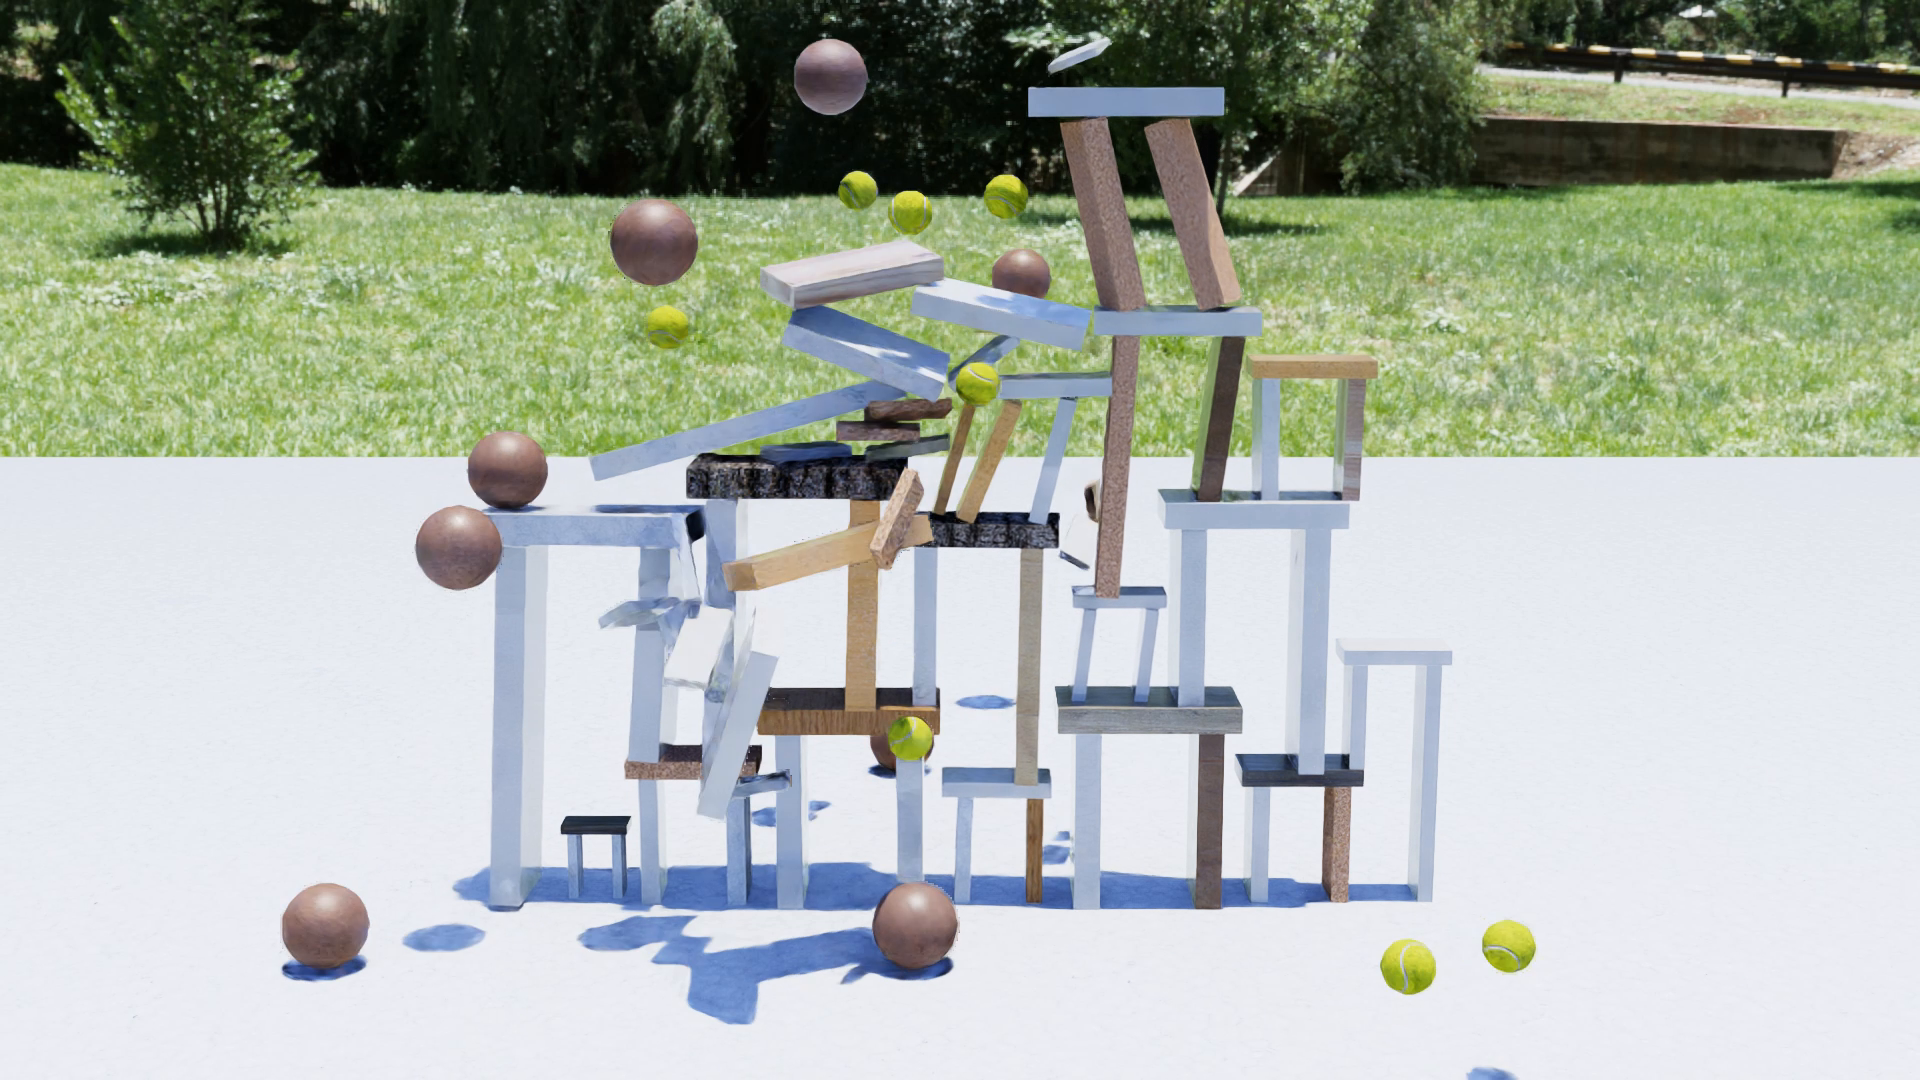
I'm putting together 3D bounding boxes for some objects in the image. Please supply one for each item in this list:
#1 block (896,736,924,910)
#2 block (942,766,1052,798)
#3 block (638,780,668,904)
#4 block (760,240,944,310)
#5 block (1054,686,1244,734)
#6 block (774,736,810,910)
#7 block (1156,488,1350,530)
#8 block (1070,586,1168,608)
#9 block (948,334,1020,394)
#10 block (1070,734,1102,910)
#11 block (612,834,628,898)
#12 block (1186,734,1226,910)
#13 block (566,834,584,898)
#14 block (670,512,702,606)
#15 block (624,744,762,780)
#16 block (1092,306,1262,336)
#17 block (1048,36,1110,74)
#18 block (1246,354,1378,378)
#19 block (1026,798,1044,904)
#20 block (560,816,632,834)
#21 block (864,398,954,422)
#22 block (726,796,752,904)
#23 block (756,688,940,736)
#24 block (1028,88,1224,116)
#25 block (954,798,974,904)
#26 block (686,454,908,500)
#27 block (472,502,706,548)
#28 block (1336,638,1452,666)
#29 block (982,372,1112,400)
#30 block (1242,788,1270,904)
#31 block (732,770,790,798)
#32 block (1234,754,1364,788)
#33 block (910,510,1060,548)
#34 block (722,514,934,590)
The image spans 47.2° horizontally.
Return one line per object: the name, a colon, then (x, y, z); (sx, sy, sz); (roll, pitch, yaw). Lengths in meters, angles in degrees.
block: (-0.081, 0.446, 3.640); (0.042, 0.294, 0.147); (0, 10, 0)
block: (0.060, 0.400, 3.631); (0.180, 0.025, 0.090); (1, 10, 1)
block: (-0.509, 0.485, 3.650); (0.030, 0.212, 0.106); (0, 10, -1)
block: (-0.172, -0.424, 3.505); (0.262, 0.037, 0.131); (-15, 26, -25)
block: (0.306, 0.278, 3.607); (0.297, 0.042, 0.149); (0, 11, 0)
block: (-0.277, 0.446, 3.640); (0.042, 0.294, 0.147); (0, 11, 0)
block: (0.471, -0.051, 3.551); (0.292, 0.041, 0.146); (0, 11, 0)
block: (0.258, 0.093, 3.588); (0.152, 0.022, 0.076); (0, 10, 0)
block: (0.039, -0.292, 3.529); (0.134, 0.019, 0.067); (-36, 16, 15)
block: (0.207, 0.445, 3.638); (0.042, 0.297, 0.148); (0, 11, 0)
block: (-0.567, 0.535, 3.663); (0.016, 0.110, 0.055); (0, 11, 0)
block: (0.405, 0.445, 3.638); (0.042, 0.297, 0.149); (0, 11, 0)
block: (-0.640, 0.535, 3.663); (0.016, 0.110, 0.055); (0, 11, 0)
block: (-0.421, 0.031, 3.388); (0.019, 0.136, 0.068); (-12, -12, -5)
block: (-0.438, 0.366, 3.625); (0.212, 0.030, 0.106); (0, 10, 0)
block: (0.344, -0.350, 3.502); (0.261, 0.037, 0.131); (1, 10, 2)
block: (0.219, -0.894, 4.054); (0.112, 0.016, 0.056); (-13, 24, 40)
block: (0.560, -0.277, 3.509); (0.195, 0.028, 0.098); (0, 11, 1)
block: (0.123, 0.502, 3.652); (0.025, 0.180, 0.090); (1, 11, 0)
block: (-0.604, 0.474, 3.651); (0.110, 0.016, 0.055); (0, 11, 0)
block: (-0.084, -0.209, 3.535); (0.133, 0.019, 0.067); (-4, -9, -14)
block: (-0.367, 0.485, 3.648); (0.030, 0.212, 0.106); (0, 10, 0)
block: (-0.180, 0.280, 3.610); (0.294, 0.042, 0.147); (0, 10, 0)
block: (0.256, -0.683, 3.431); (0.299, 0.042, 0.149); (0, 10, 1)
block: (0.006, 0.501, 3.652); (0.025, 0.180, 0.090); (2, 11, 0)
block: (-0.259, -0.103, 3.541); (0.342, 0.048, 0.171); (0, 10, 1)
block: (-0.602, -0.025, 3.594); (0.346, 0.049, 0.173); (1, 7, 4)
block: (0.708, 0.183, 3.595); (0.175, 0.025, 0.087); (0, 11, 0)
block: (0.139, -0.247, 3.508); (0.203, 0.029, 0.101); (-1, 10, 2)
block: (0.493, 0.491, 3.655); (0.028, 0.199, 0.099); (0, 11, 0)
block: (-0.324, 0.372, 3.318); (0.128, 0.018, 0.064); (-9, 3, 1)
block: (0.559, 0.380, 3.633); (0.199, 0.028, 0.099); (0, 11, 0)
block: (0.030, -0.017, 3.563); (0.261, 0.037, 0.130); (1, 10, 3)
block: (-0.197, 0.018, 3.272); (0.284, 0.040, 0.142); (-16, 5, -23)
